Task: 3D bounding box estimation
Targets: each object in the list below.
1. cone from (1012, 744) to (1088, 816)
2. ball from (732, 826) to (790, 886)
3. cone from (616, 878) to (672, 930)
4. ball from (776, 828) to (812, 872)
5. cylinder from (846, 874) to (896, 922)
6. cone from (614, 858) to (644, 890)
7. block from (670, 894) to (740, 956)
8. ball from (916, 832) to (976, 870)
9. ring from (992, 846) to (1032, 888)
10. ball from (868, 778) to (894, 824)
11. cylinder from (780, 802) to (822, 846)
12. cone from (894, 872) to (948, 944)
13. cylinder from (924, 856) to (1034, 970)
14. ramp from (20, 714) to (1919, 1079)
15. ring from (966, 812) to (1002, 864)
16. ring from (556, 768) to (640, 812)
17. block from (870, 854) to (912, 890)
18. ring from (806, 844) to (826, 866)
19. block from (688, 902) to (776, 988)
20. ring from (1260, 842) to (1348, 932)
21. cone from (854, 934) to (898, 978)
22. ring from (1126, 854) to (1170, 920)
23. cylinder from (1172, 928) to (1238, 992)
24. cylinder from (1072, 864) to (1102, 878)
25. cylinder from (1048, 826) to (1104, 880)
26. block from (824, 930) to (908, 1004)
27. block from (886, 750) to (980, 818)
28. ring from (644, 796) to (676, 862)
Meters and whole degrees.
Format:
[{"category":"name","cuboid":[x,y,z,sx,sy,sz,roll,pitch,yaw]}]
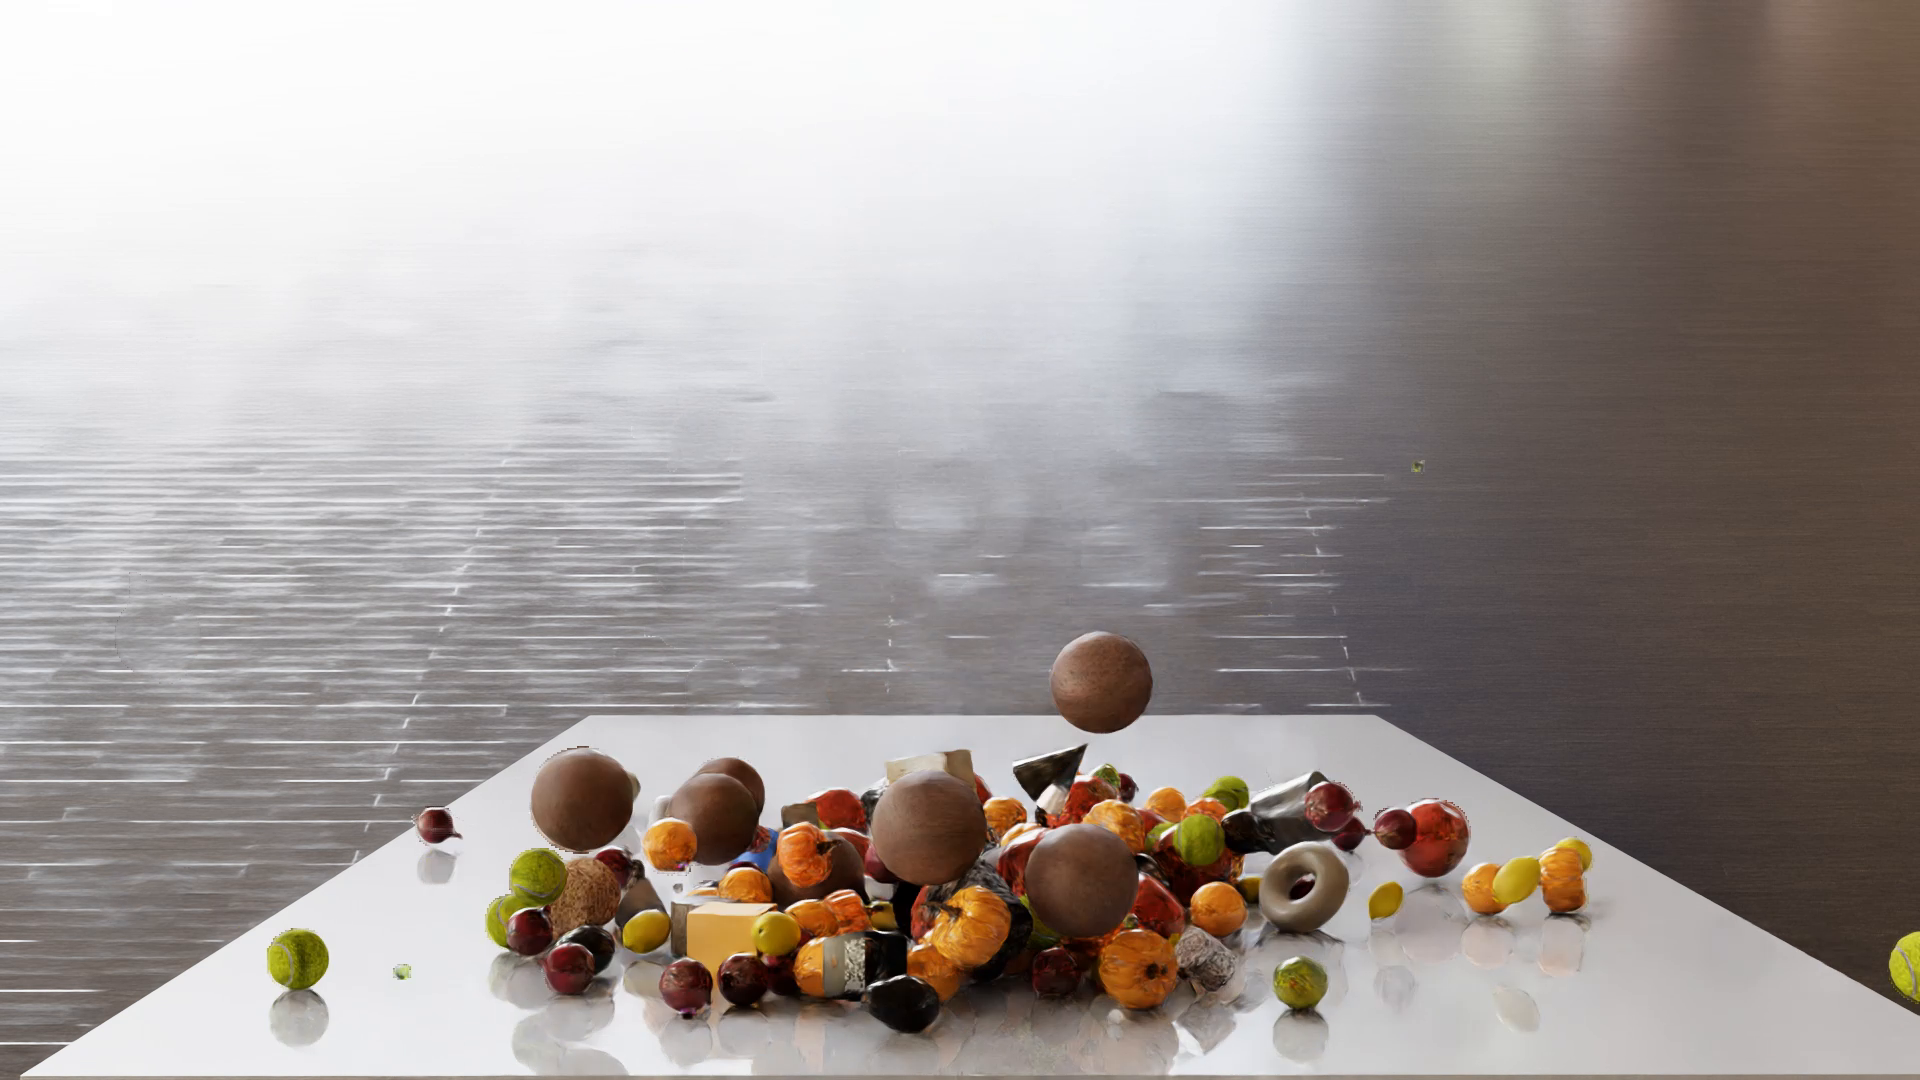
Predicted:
[{"category":"cone","cuboid":[0.128,0.281,3.205,0.089,0.089,0.089,43,15,-15]},{"category":"ball","cuboid":[-0.291,0.465,3.793,0.085,0.085,0.085,0,26,0]},{"category":"cone","cuboid":[-0.404,0.499,3.418,0.074,0.074,0.074,30,36,22]},{"category":"ball","cuboid":[-0.261,0.470,3.919,0.069,0.069,0.069,0,26,0]},{"category":"cylinder","cuboid":[-0.119,0.481,3.464,0.057,0.057,0.057,11,25,-7]},{"category":"cone","cuboid":[-0.470,0.497,3.744,0.050,0.050,0.050,-16,36,-29]},{"category":"block","cuboid":[-0.320,0.486,3.246,0.065,0.065,0.065,3,3,21]},{"category":"ball","cuboid":[-0.021,0.464,3.714,0.090,0.090,0.090,0,26,0]},{"category":"ring","cuboid":[0.037,0.483,3.814,0.143,0.048,0.143,2,4,0]},{"category":"ball","cuboid":[-0.119,0.451,4.468,0.083,0.083,0.083,0,26,0]},{"category":"cylinder","cuboid":[-0.225,0.401,3.643,0.052,0.052,0.052,-8,-11,-2]},{"category":"cone","cuboid":[-0.054,0.475,3.333,0.096,0.096,0.096,-10,-6,-20]},{"category":"cylinder","cuboid":[0.022,0.430,2.969,0.092,0.092,0.092,-14,38,-26]},{"category":"ramp","cuboid":[0.060,0.540,4.576,2.000,0.100,4.000,0,1,0]},{"category":"ring","cuboid":[0.020,0.396,3.423,0.087,0.029,0.087,37,20,-16]},{"category":"ring","cuboid":[-0.642,0.445,4.584,0.148,0.148,0.049,-5,68,-11]},{"category":"block","cuboid":[-0.089,0.479,3.644,0.064,0.064,0.064,0,1,12]},{"category":"ring","cuboid":[-0.246,0.490,4.014,0.077,0.026,0.077,1,1,0]},{"category":"block","cuboid":[-0.270,0.481,3.068,0.085,0.085,0.085,0,1,11]},{"category":"ring","cuboid":[0.454,0.459,3.411,0.130,0.043,0.130,-25,43,26]},{"category":"cone","cuboid":[-0.093,0.509,3.111,0.055,0.055,0.055,-7,62,13]},{"category":"ring","cuboid":[0.254,0.468,3.477,0.031,0.092,0.092,-16,30,-20]},{"category":"cylinder","cuboid":[0.284,0.487,2.993,0.054,0.054,0.054,37,18,-20]},{"category":"cylinder","cuboid":[0.179,0.475,3.845,0.052,0.052,0.052,-11,-7,-21]},{"category":"cylinder","cuboid":[0.168,0.455,3.750,0.061,0.061,0.061,-22,32,-13]},{"category":"block","cuboid":[-0.106,0.480,2.898,0.066,0.066,0.066,-19,-25,41]},{"category":"block","cuboid":[-0.040,0.374,3.879,0.099,0.099,0.099,-13,-8,21]},{"category":"ring","cuboid":[-0.434,0.418,3.744,0.032,0.097,0.097,10,27,1]}]
